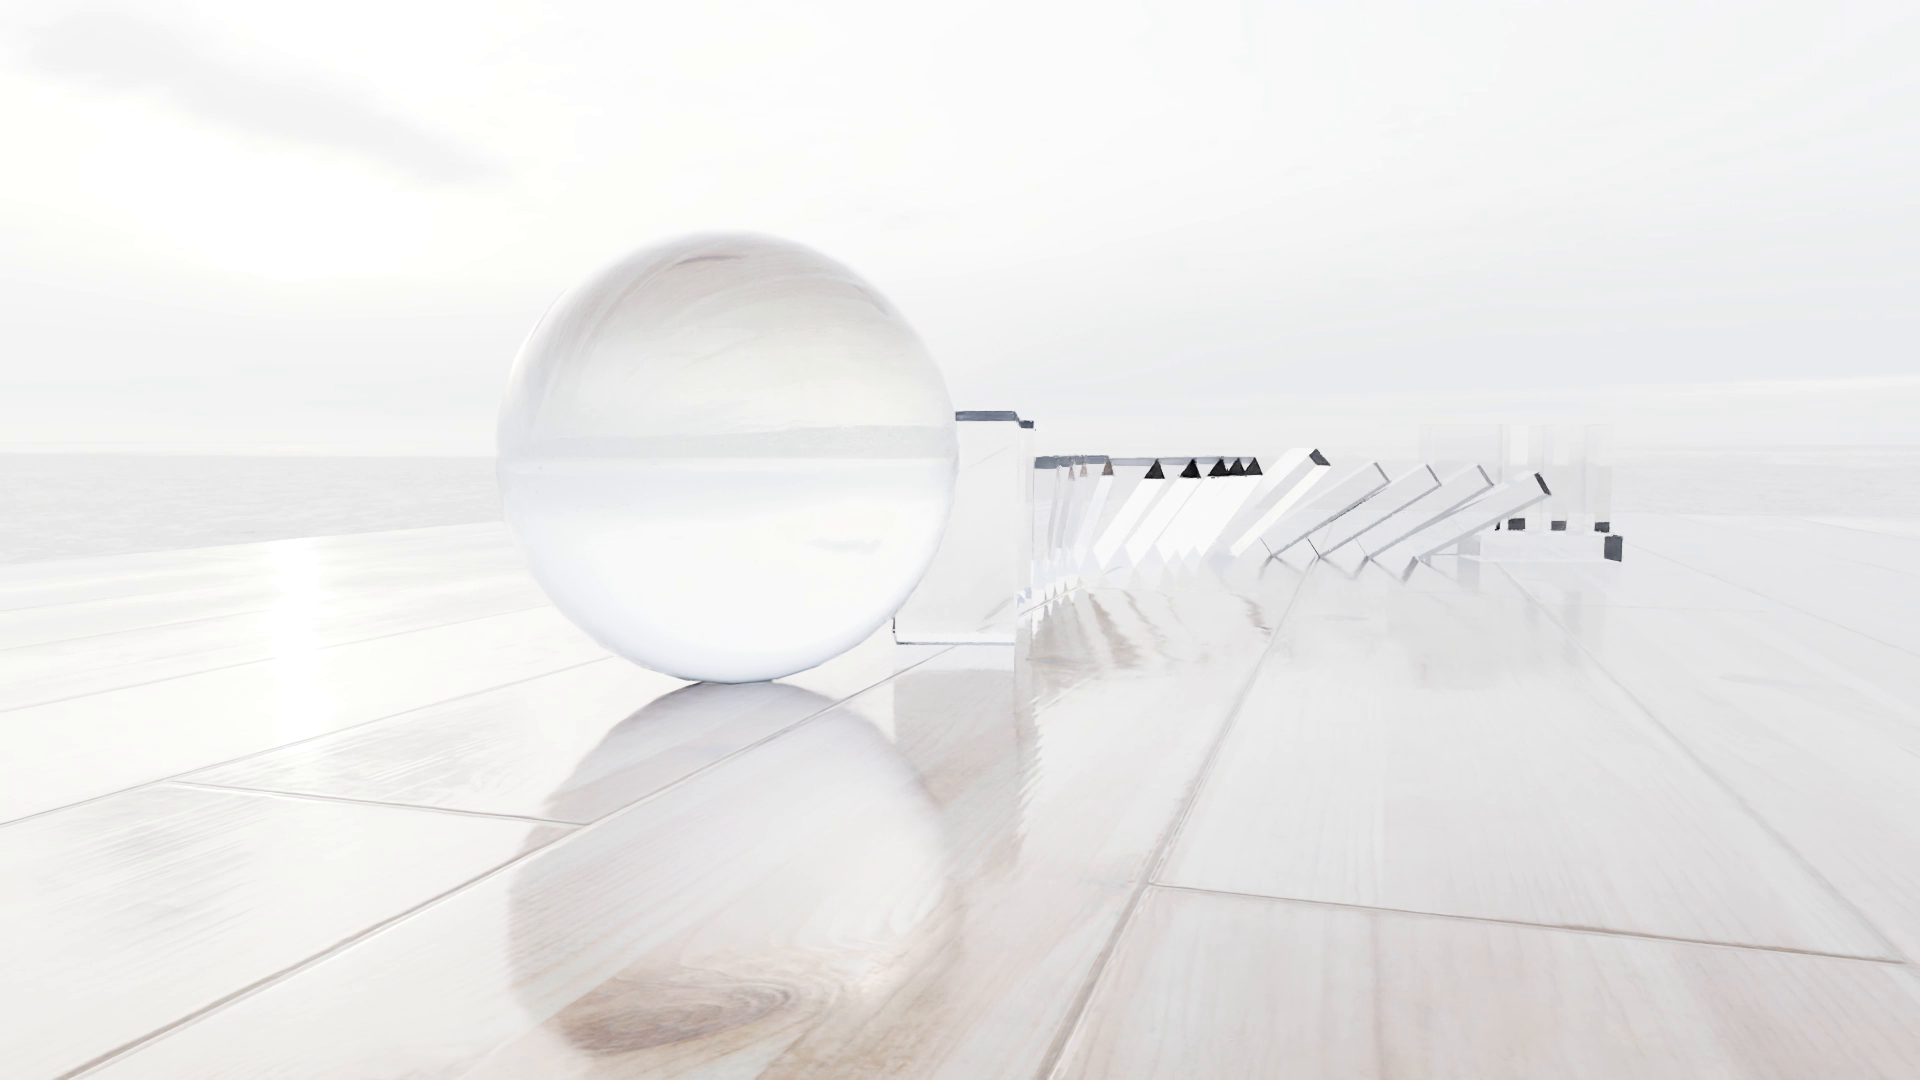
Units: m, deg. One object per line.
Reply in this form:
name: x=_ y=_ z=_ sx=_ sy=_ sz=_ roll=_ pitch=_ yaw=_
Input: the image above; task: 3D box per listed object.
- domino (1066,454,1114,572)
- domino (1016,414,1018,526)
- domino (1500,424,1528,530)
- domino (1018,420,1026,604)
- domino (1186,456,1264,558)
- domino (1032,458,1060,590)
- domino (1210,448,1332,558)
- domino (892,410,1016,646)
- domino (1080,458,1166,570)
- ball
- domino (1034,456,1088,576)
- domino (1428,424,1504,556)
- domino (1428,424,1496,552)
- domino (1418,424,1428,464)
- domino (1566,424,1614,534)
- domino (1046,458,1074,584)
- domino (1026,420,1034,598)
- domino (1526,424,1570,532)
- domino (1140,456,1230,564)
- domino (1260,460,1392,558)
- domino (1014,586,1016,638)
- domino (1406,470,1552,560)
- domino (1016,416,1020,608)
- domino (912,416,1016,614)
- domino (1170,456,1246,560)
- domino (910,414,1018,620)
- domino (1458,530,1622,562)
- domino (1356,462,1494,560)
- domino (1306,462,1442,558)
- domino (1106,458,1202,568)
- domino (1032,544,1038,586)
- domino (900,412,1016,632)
domino: x=0.034 y=-0.010 z=0.440 sx=0.025 sy=0.009 sz=0.050 roll=1 pitch=42 yaw=24
domino: x=0.001 y=-0.005 z=0.306 sx=0.025 sy=0.050 sz=0.009 roll=0 pitch=-19 yaw=3
domino: x=0.220 y=-0.022 z=0.522 sx=0.010 sy=0.050 sz=0.025 roll=0 pitch=4 yaw=-3
domino: x=0.005 y=-0.008 z=0.348 sx=0.025 sy=0.050 sz=0.009 roll=0 pitch=-22 yaw=3
domino: x=0.094 y=-0.014 z=0.499 sx=0.025 sy=0.009 sz=0.050 roll=5 pitch=43 yaw=47
domino: x=0.016 y=-0.006 z=0.393 sx=0.025 sy=0.010 sz=0.050 roll=1 pitch=42 yaw=11
domino: x=0.118 y=-0.015 z=0.494 sx=0.050 sy=0.009 sz=0.025 roll=-43 pitch=8 yaw=-2
domino: x=-0.001 y=-0.003 z=0.275 sx=0.025 sy=0.050 sz=0.009 roll=0 pitch=-19 yaw=3
domino: x=0.049 y=-0.010 z=0.452 sx=0.025 sy=0.009 sz=0.050 roll=4 pitch=42 yaw=40
ball: x=-0.040 y=-0.015 z=0.227 sx=0.080 sy=0.080 sz=0.080 roll=0 pitch=4 yaw=0
domino: x=0.026 y=-0.009 z=0.425 sx=0.025 sy=0.009 sz=0.050 roll=0 pitch=41 yaw=17
domino: x=0.194 y=-0.019 z=0.493 sx=0.025 sy=0.050 sz=0.009 roll=1 pitch=4 yaw=7
domino: x=0.203 y=-0.021 z=0.520 sx=0.009 sy=0.050 sz=0.025 roll=-2 pitch=5 yaw=-25
domino: x=0.193 y=-0.020 z=0.505 sx=0.025 sy=0.050 sz=0.009 roll=1 pitch=5 yaw=19
domino: x=0.254 y=-0.021 z=0.520 sx=0.009 sy=0.050 sz=0.025 roll=0 pitch=4 yaw=5
domino: x=0.021 y=-0.007 z=0.409 sx=0.025 sy=0.009 sz=0.050 roll=1 pitch=42 yaw=14
domino: x=0.008 y=-0.009 z=0.359 sx=0.025 sy=0.050 sz=0.009 roll=0 pitch=-21 yaw=5
domino: x=0.237 y=-0.022 z=0.522 sx=0.010 sy=0.050 sz=0.025 roll=0 pitch=4 yaw=3
domino: x=0.076 y=-0.012 z=0.472 sx=0.025 sy=0.009 sz=0.050 roll=4 pitch=42 yaw=45
domino: x=0.137 y=-0.012 z=0.486 sx=0.050 sy=0.010 sz=0.025 roll=-34 pitch=-3 yaw=12
domino: x=0.000 y=-0.004 z=0.285 sx=0.025 sy=0.050 sz=0.010 roll=0 pitch=-19 yaw=3
domino: x=0.189 y=-0.009 z=0.471 sx=0.050 sy=0.009 sz=0.025 roll=-29 pitch=-3 yaw=15
domino: x=0.003 y=-0.008 z=0.337 sx=0.025 sy=0.050 sz=0.009 roll=0 pitch=-19 yaw=3
domino: x=0.002 y=-0.007 z=0.326 sx=0.025 sy=0.050 sz=0.009 roll=0 pitch=-19 yaw=3
domino: x=0.085 y=-0.013 z=0.486 sx=0.025 sy=0.009 sz=0.050 roll=4 pitch=43 yaw=47
domino: x=0.002 y=-0.006 z=0.316 sx=0.025 sy=0.050 sz=0.010 roll=0 pitch=-19 yaw=3
domino: x=0.214 y=0.002 z=0.475 sx=0.050 sy=0.009 sz=0.025 roll=0 pitch=4 yaw=3
domino: x=0.171 y=-0.011 z=0.475 sx=0.050 sy=0.009 sz=0.025 roll=-33 pitch=-5 yaw=15
domino: x=0.154 y=-0.011 z=0.480 sx=0.050 sy=0.009 sz=0.025 roll=-33 pitch=-5 yaw=15
domino: x=0.063 y=-0.011 z=0.462 sx=0.025 sy=0.009 sz=0.050 roll=4 pitch=43 yaw=45
domino: x=0.009 y=-0.006 z=0.380 sx=0.025 sy=0.010 sz=0.050 roll=-6 pitch=41 yaw=3
domino: x=0.000 y=-0.004 z=0.295 sx=0.025 sy=0.050 sz=0.009 roll=0 pitch=-19 yaw=3
